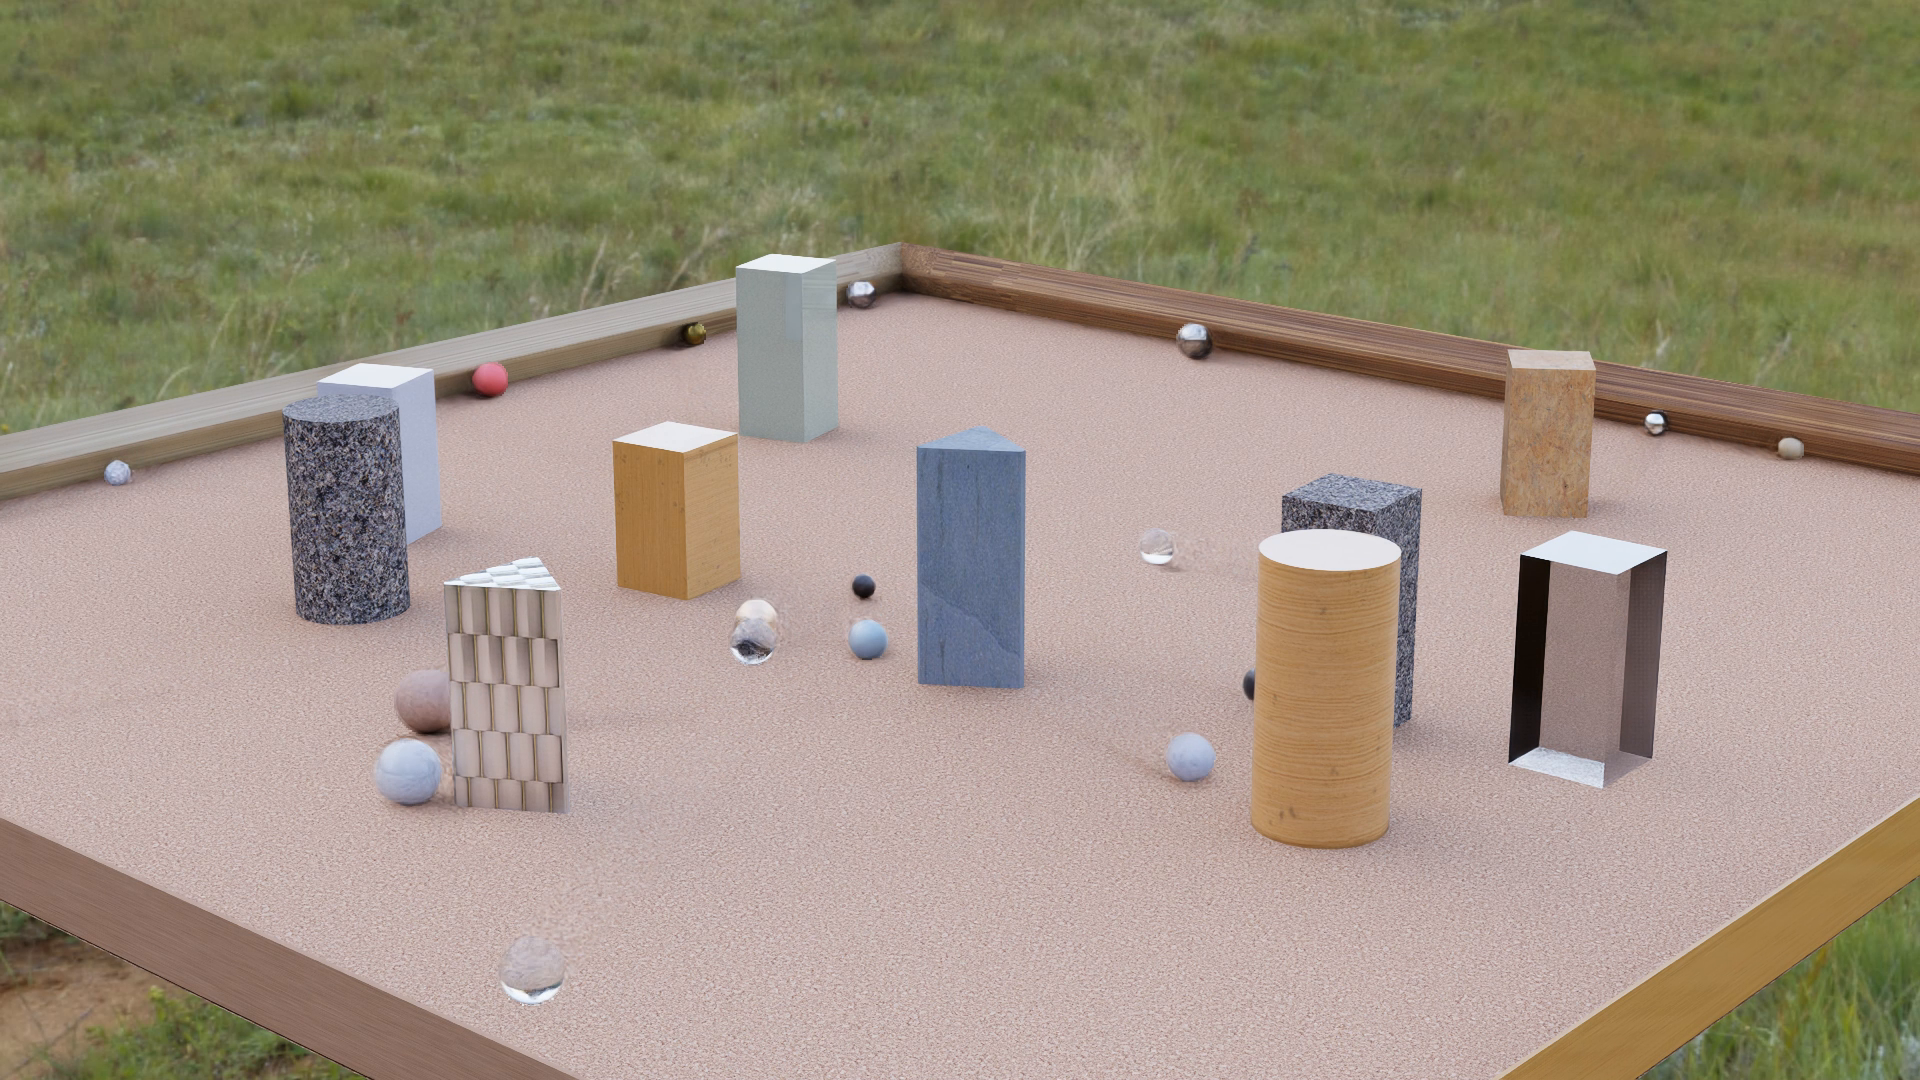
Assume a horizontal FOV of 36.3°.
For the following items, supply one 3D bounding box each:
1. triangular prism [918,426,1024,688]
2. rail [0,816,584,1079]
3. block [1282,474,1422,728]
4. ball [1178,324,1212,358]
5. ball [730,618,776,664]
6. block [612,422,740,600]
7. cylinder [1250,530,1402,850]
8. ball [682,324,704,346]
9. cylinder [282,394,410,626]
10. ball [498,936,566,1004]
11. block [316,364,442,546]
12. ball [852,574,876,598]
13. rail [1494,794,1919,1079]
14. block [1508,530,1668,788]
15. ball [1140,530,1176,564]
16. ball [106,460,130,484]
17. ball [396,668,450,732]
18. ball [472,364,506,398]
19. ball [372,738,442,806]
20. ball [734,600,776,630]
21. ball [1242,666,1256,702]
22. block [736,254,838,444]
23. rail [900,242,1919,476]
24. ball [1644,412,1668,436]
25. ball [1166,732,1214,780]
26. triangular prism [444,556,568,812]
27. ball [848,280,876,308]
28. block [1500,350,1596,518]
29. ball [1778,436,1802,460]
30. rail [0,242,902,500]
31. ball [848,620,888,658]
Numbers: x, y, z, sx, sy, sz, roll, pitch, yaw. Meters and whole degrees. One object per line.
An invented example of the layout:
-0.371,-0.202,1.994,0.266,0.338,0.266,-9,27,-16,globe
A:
0.026,0.025,4.689,0.168,0.391,0.145,2,17,7,triangular prism
-1.186,0.426,3.813,3.586,0.126,0.045,14,22,39,rail
0.590,0.105,4.460,0.155,0.369,0.155,11,20,33,block
0.551,-0.465,6.852,0.079,0.079,0.079,0,17,0,ball
-0.337,0.165,4.771,0.075,0.075,0.075,0,17,0,ball
-0.497,-0.053,5.160,0.155,0.266,0.155,10,20,31,block
0.506,0.205,4.069,0.194,0.402,0.194,0,17,0,cylinder
-0.634,-0.487,6.972,0.052,0.052,0.052,0,17,0,ball
-1.047,-0.054,5.009,0.194,0.355,0.194,0,17,0,cylinder
-0.521,0.524,3.570,0.081,0.081,0.081,0,17,0,ball
-1.077,-0.158,5.445,0.155,0.303,0.155,6,18,18,block
-0.167,0.080,5.110,0.041,0.041,0.041,0,17,0,ball
1.336,0.367,4.010,0.045,0.126,3.665,14,22,39,rail
0.922,0.173,4.309,0.155,0.325,0.155,13,21,38,block
0.357,0.013,5.294,0.063,0.063,0.063,0,17,0,ball
-1.667,-0.133,5.805,0.048,0.048,0.048,0,17,0,ball
-0.809,0.245,4.467,0.097,0.097,0.097,0,17,0,ball
-1.041,-0.353,6.487,0.075,0.075,0.075,0,17,0,ball
-0.788,0.331,4.183,0.096,0.096,0.096,0,17,0,ball
-0.340,0.133,4.882,0.070,0.070,0.070,0,17,0,ball
0.474,0.226,4.588,0.064,0.064,0.064,0,17,0,ball
-0.362,-0.404,6.162,0.155,0.360,0.155,8,18,24,block
1.186,-0.363,6.428,3.586,0.126,0.045,14,22,39,rail
1.465,-0.245,6.171,0.050,0.050,0.050,0,17,0,ball
0.335,0.316,4.279,0.070,0.070,0.070,0,17,0,ball
-0.626,0.203,4.197,0.168,0.333,0.145,3,17,10,triangular prism
-0.247,-0.617,7.369,0.071,0.071,0.071,0,17,0,ball
1.126,-0.205,5.627,0.155,0.289,0.155,2,17,7,block
1.693,-0.186,5.978,0.049,0.049,0.049,0,17,0,ball
-1.336,-0.304,6.231,0.045,0.126,3.665,14,22,39,rail
-0.151,0.162,4.801,0.064,0.064,0.064,0,17,0,ball
